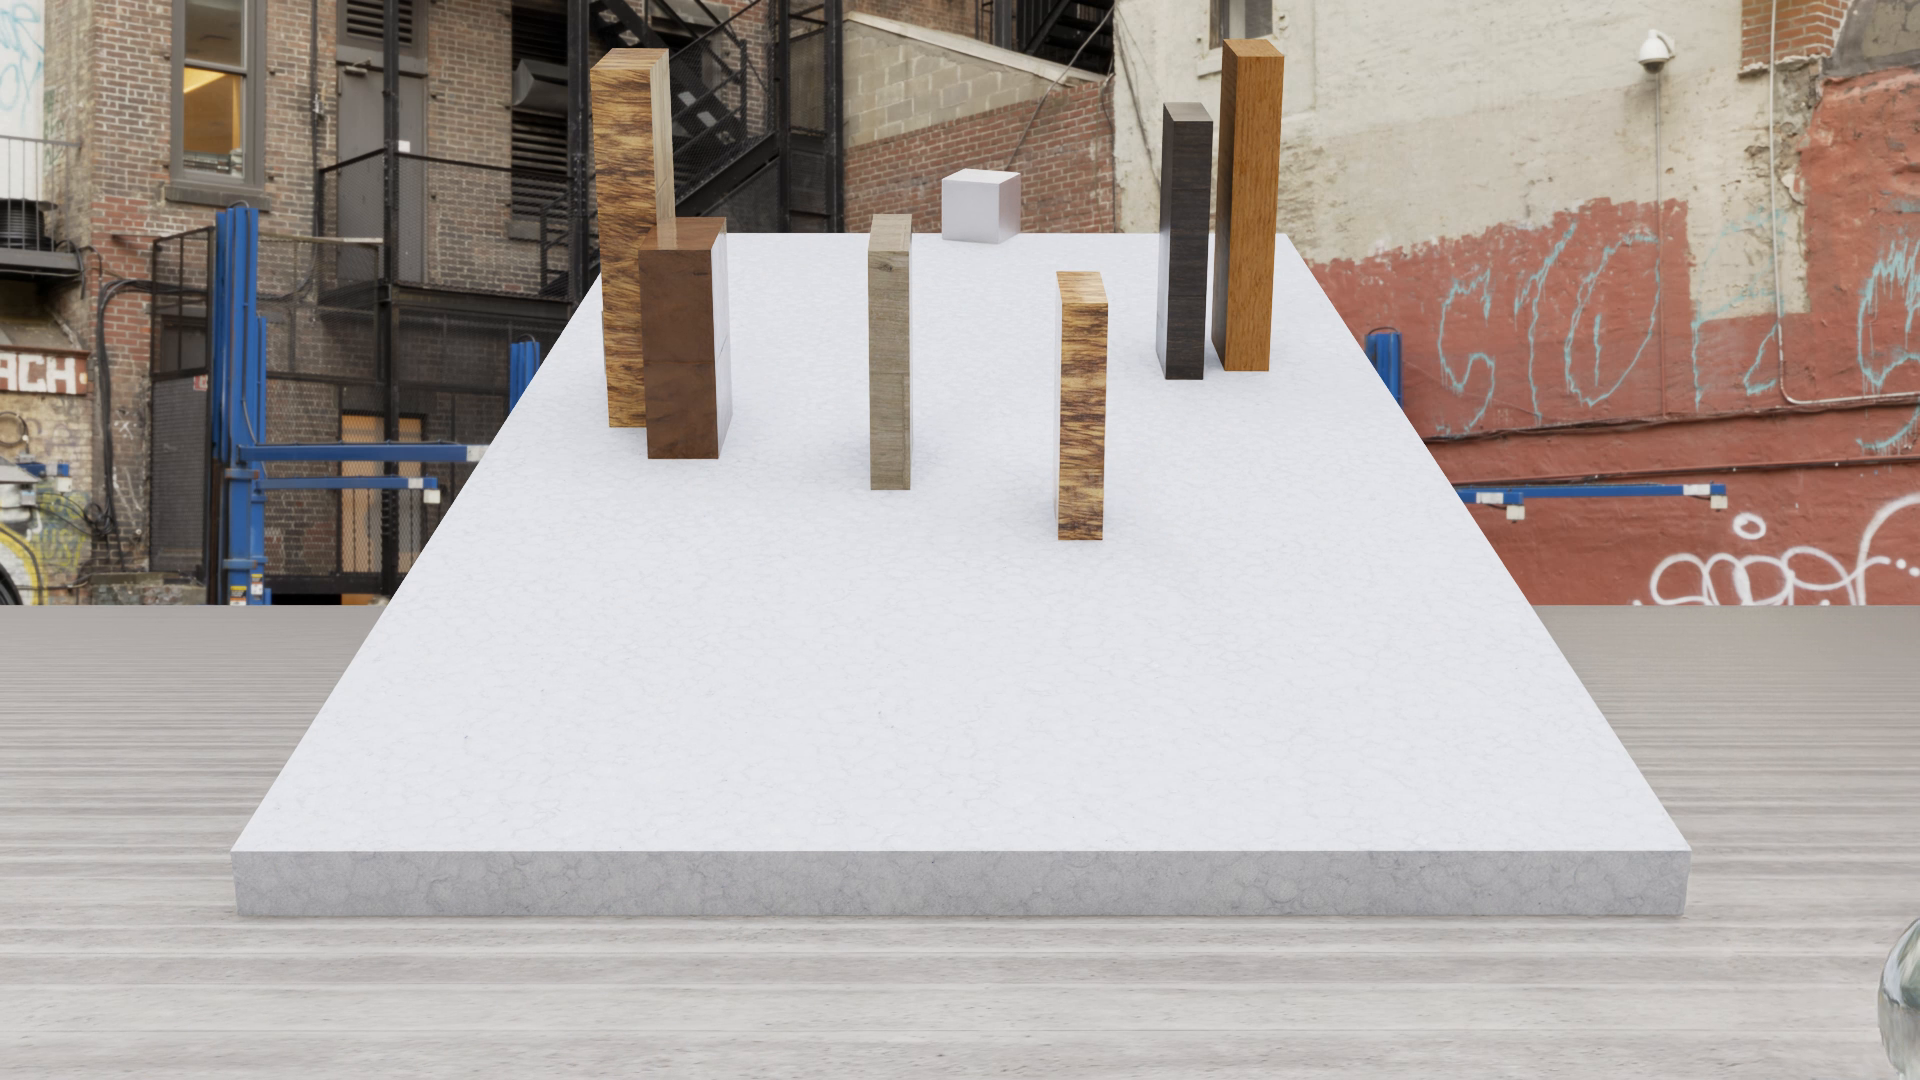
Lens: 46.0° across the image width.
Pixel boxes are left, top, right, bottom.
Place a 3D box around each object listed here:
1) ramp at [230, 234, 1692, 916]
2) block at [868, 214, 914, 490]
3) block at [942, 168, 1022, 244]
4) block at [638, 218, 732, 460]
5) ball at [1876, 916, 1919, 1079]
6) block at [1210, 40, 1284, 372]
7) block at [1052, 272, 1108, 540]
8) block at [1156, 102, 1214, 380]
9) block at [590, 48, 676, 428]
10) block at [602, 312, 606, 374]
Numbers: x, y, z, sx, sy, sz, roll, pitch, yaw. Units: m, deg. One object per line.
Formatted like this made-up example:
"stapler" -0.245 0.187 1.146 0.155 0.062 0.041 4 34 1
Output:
"ramp" -0.005 -0.205 4.996 2.000 0.100 4.000 0 20 0
"block" -0.140 -0.390 4.640 0.080 0.489 0.352 0 20 0
"block" 0.065 -1.001 6.792 0.182 0.182 0.182 8 21 21
"block" -0.581 -0.435 4.825 0.148 0.446 0.326 0 20 0
"ball" 0.847 0.382 1.819 0.206 0.206 0.206 0 -1 0
"block" 0.684 -0.803 5.417 0.106 0.741 0.305 0 20 0
"block" 0.227 -0.259 4.320 0.084 0.459 0.255 0 20 0
"block" 0.528 -0.708 5.352 0.090 0.607 0.271 0 20 0
"block" -0.707 -0.667 4.984 0.124 0.775 0.327 0 20 0
"block" -0.735 -0.467 5.345 0.153 0.153 0.153 18 27 41
